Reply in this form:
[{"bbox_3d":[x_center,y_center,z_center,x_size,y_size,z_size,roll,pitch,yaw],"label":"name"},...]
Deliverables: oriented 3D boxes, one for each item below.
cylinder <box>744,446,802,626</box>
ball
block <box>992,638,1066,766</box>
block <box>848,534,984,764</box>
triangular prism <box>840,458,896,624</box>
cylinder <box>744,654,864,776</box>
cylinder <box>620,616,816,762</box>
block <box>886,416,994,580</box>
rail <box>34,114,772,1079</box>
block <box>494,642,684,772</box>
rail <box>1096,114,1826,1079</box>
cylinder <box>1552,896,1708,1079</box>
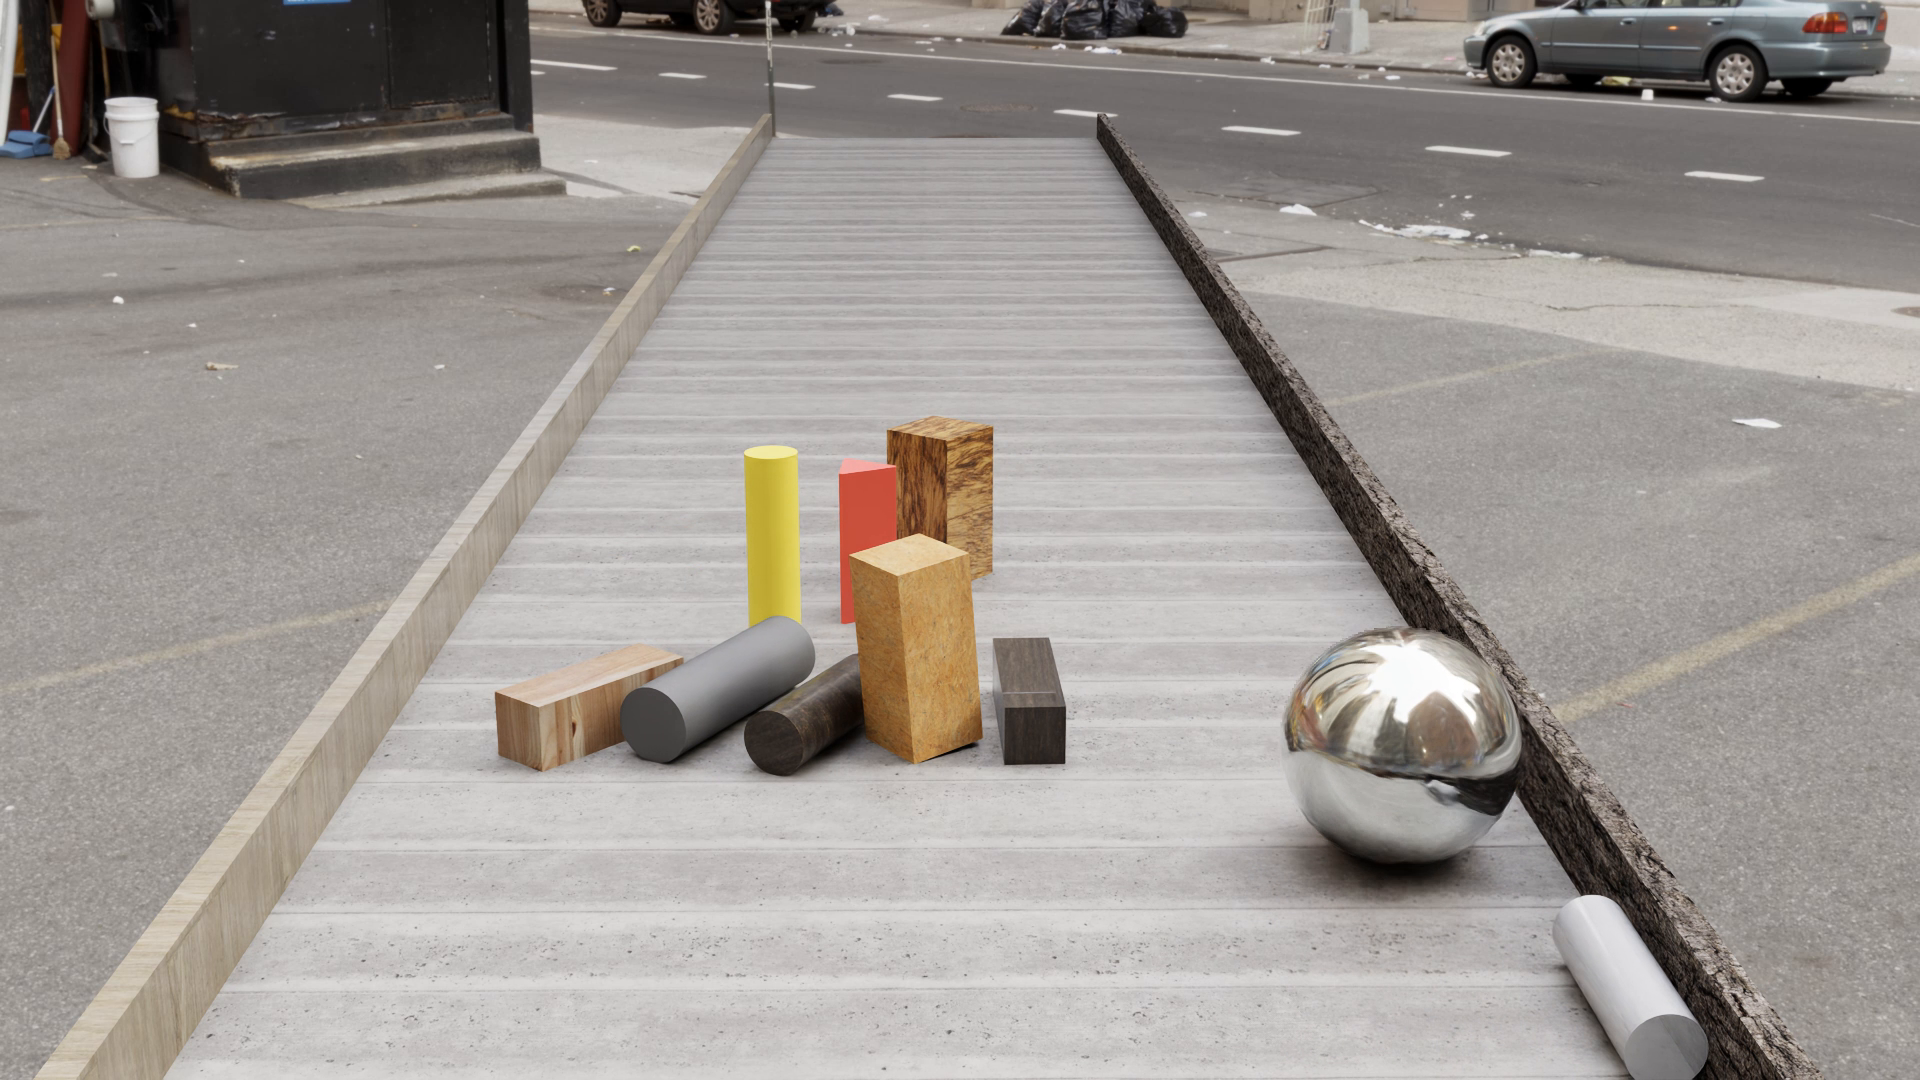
[{"bbox_3d":[-0.372,0.029,4.391,0.105,0.421,0.105,0,17,0],"label":"cylinder"},{"bbox_3d":[0.695,0.326,3.472,0.375,0.375,0.375,0,17,0],"label":"ball"},{"bbox_3d":[0.125,0.292,4.054,0.108,0.108,0.373,-1,17,-2],"label":"block"},{"bbox_3d":[-0.077,0.192,3.932,0.153,0.357,0.153,-17,23,-32],"label":"block"},{"bbox_3d":[-0.216,-0.003,4.663,0.129,0.327,0.112,-9,19,-27],"label":"triangular prism"},{"bbox_3d":[-0.252,0.311,3.970,0.120,0.120,0.331,8,18,25],"label":"cylinder"},{"bbox_3d":[-0.442,0.270,4.071,0.141,0.141,0.446,8,18,26],"label":"cylinder"},{"bbox_3d":[-0.044,-0.085,4.915,0.168,0.341,0.168,12,20,35],"label":"block"},{"bbox_3d":[-1.118,-0.838,7.780,0.050,0.150,12.000,0,17,-1],"label":"rail"},{"bbox_3d":[-0.669,0.301,4.003,0.122,0.122,0.342,14,21,38],"label":"block"},{"bbox_3d":[0.932,-0.844,7.801,0.050,0.150,12.000,0,17,-1],"label":"rail"},{"bbox_3d":[0.906,0.608,2.991,0.109,0.109,0.346,0,17,-1],"label":"cylinder"}]
